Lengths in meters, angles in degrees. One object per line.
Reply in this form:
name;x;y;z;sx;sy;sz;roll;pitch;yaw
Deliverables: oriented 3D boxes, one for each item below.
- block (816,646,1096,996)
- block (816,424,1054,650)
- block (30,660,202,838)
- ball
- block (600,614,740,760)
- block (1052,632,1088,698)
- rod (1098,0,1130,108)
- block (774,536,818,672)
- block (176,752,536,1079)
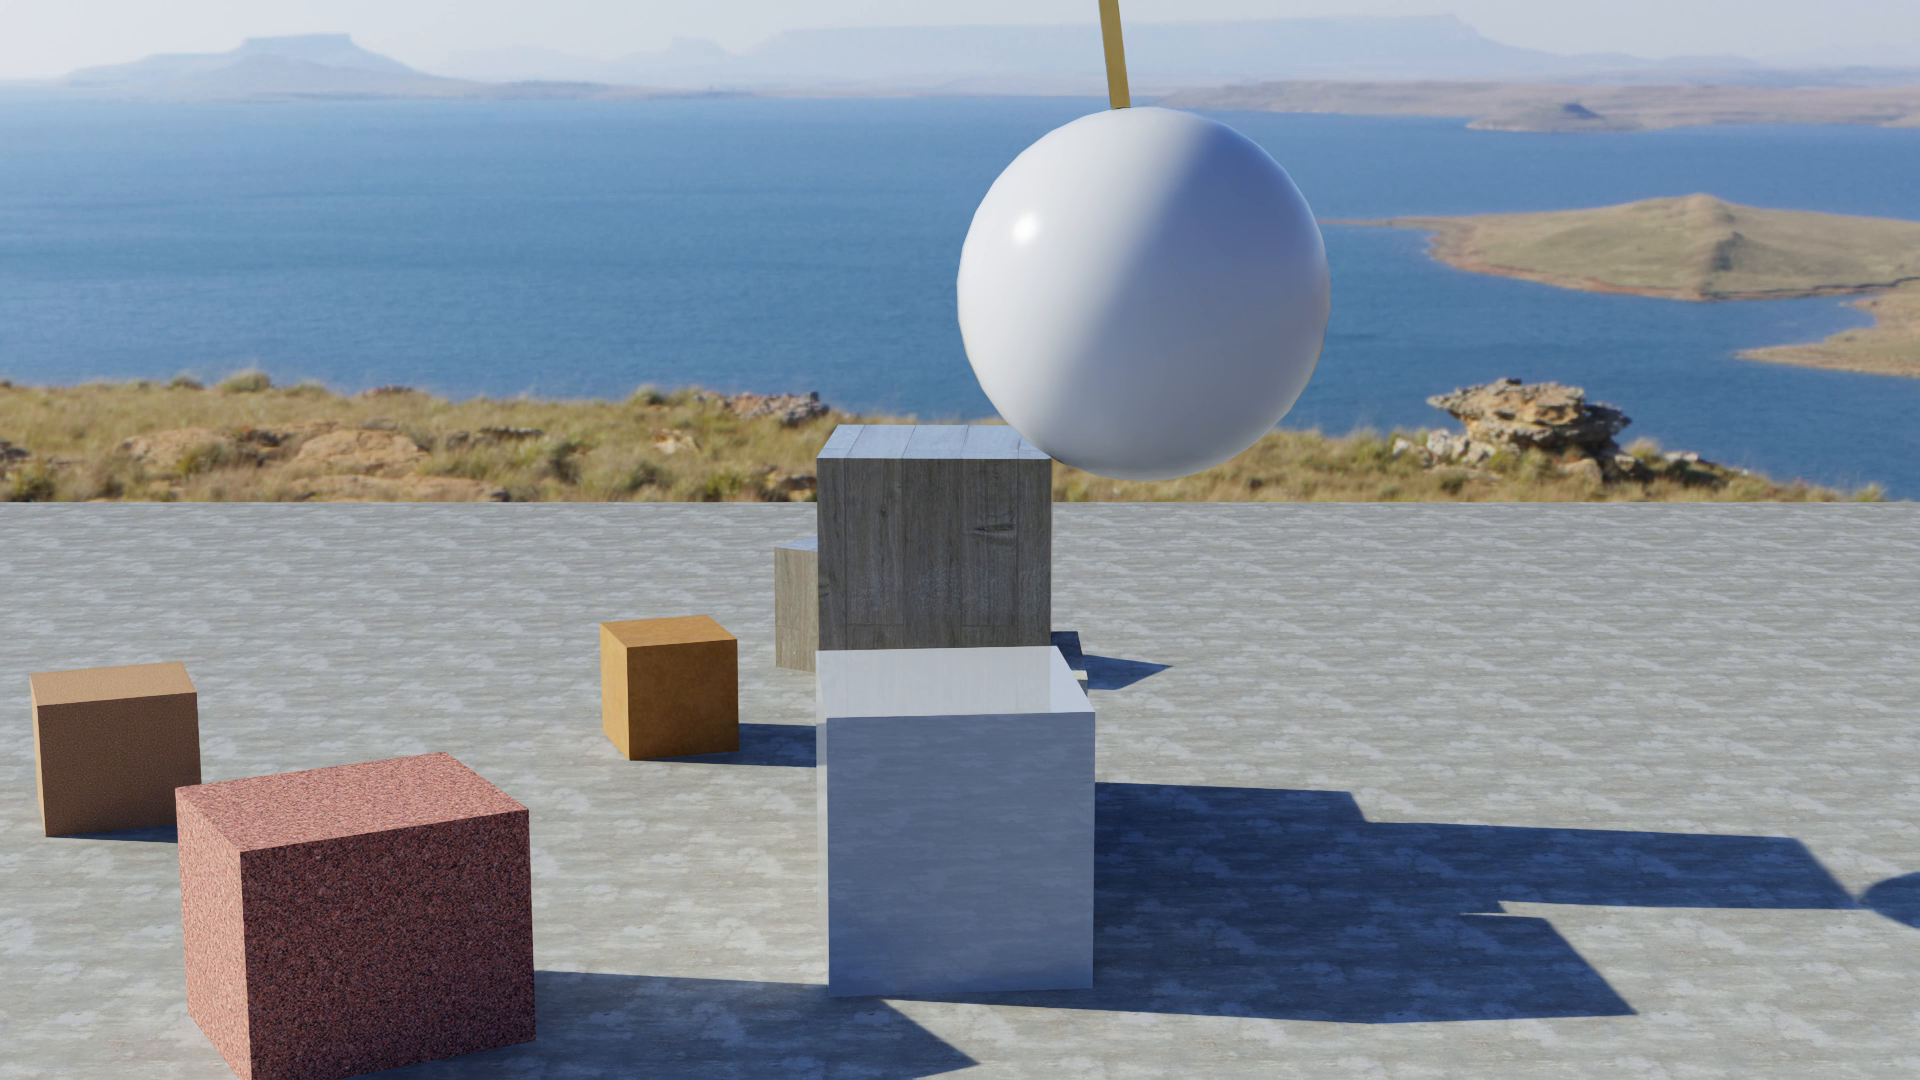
block;-0.047;1.105;10.394;1.025;1.107;1.146;-1;10;-5
block;-0.090;-0.001;11.678;1.016;0.908;1.055;0;10;2
block;-4.062;0.993;12.344;0.711;0.630;0.703;-4;11;-22
ball;0.784;-1.049;10.990;1.600;1.600;1.600;0;10;0
block;-1.546;0.775;13.626;0.587;0.600;0.647;-4;11;-20
block;0.011;0.980;11.503;1.068;0.957;0.963;0;10;0
rod;0.340;-4.365;10.387;0.080;5.200;0.080;-7;10;1
block;-0.589;0.381;15.424;0.767;0.732;0.722;6;12;31
block;-2.242;1.382;9.498;1.041;0.882;0.926;-6;12;-29
